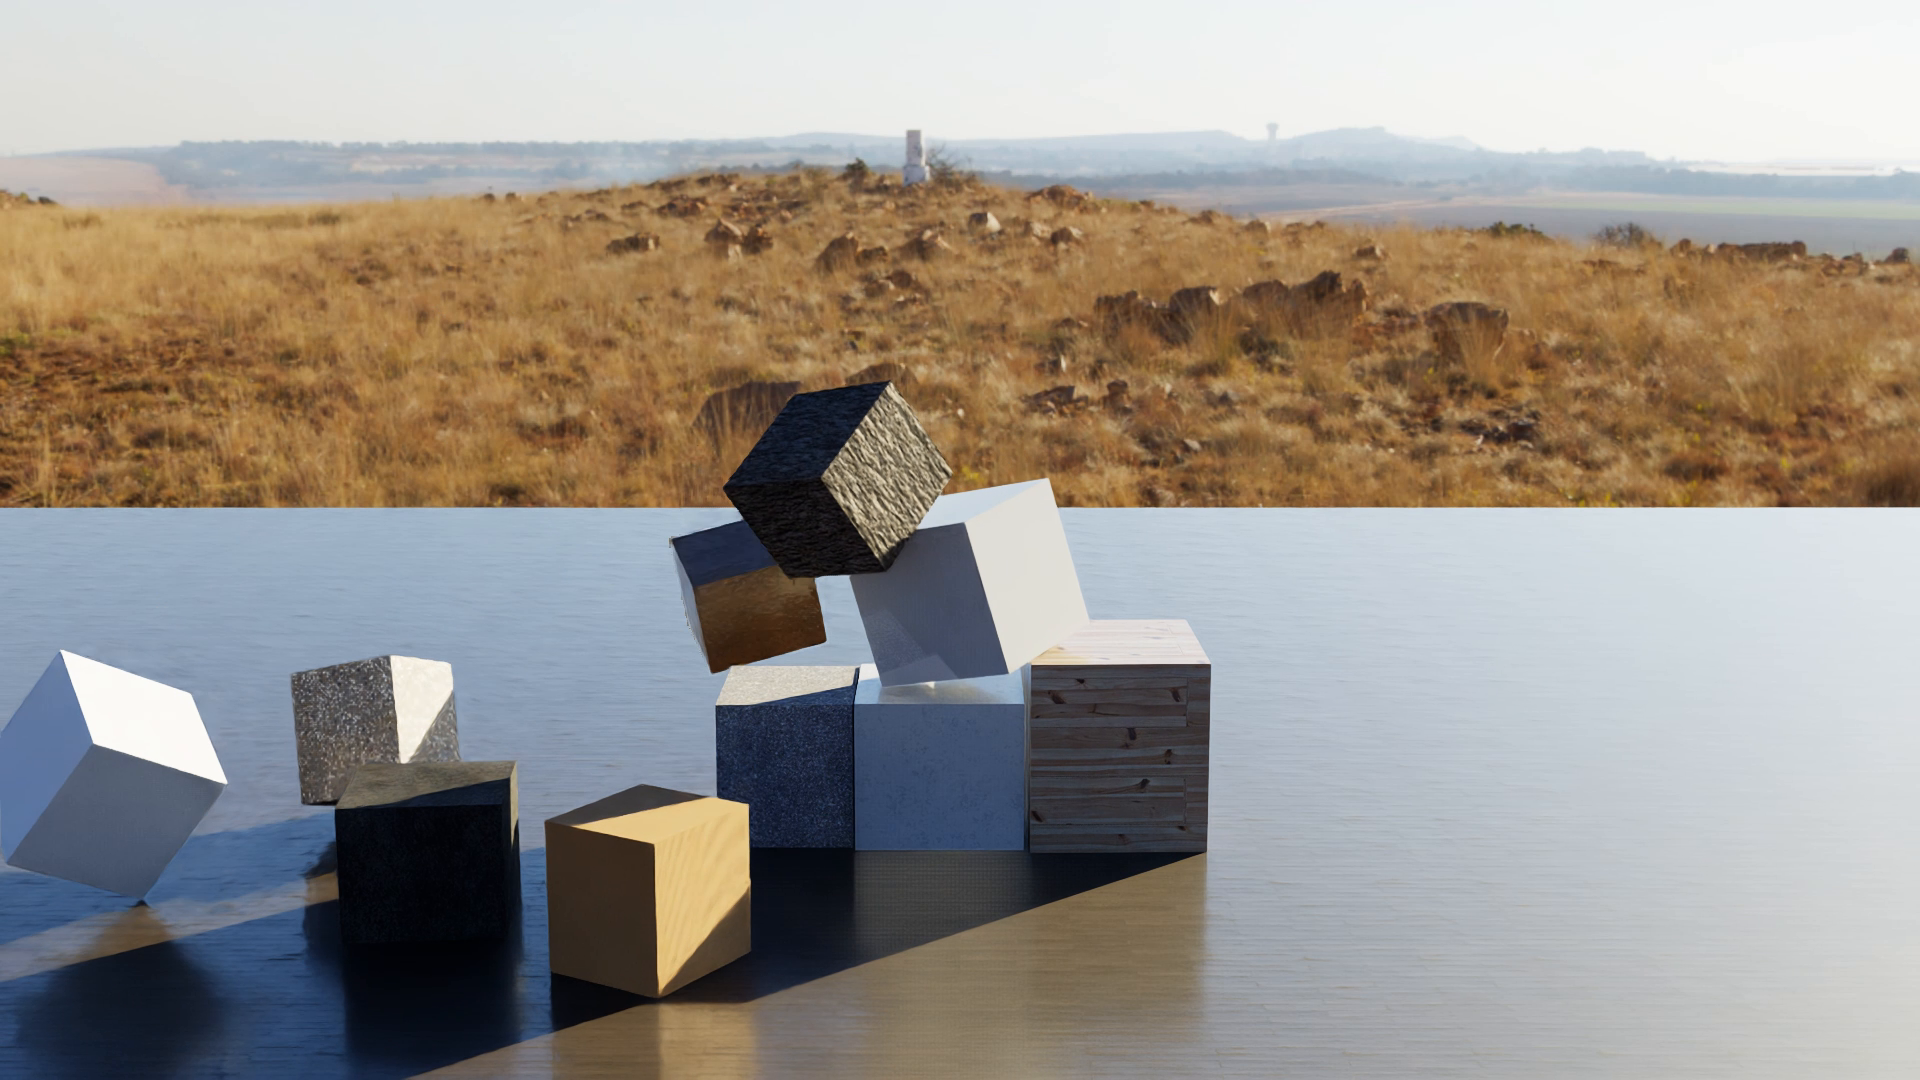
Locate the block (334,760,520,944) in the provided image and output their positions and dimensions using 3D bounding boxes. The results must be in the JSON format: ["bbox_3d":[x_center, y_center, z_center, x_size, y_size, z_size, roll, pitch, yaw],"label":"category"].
[{"bbox_3d":[-2.415,1.414,10.053,0.719,0.621,0.698,-1,10,-6],"label":"block"}]

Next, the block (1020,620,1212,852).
[{"bbox_3d":[0.782,0.995,11.397,0.887,0.965,1.014,0,10,-1],"label":"block"}]

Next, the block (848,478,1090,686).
[{"bbox_3d":[0.026,0.217,11.190,0.825,0.783,0.748,-9,13,39],"label":"block"}]

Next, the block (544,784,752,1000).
[{"bbox_3d":[-1.335,1.495,9.465,0.593,0.671,0.638,6,12,31],"label":"block"}]

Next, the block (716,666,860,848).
[{"bbox_3d":[-0.875,1.109,11.399,0.682,0.739,0.825,0,10,0],"label":"block"}]

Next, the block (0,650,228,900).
[{"bbox_3d":[-3.999,1.097,10.246,0.692,0.717,0.718,29,14,-45],"label":"block"}]

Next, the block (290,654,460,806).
[{"bbox_3d":[-3.026,1.002,11.435,0.586,0.678,0.600,-11,-10,15],"label":"block"}]

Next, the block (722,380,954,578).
[{"bbox_3d":[-0.598,-0.292,10.887,0.686,0.616,0.710,-5,40,42],"label":"block"}]

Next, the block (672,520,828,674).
[{"bbox_3d":[-1.228,0.292,12.772,0.688,0.573,0.657,-15,28,-12],"label":"block"}]

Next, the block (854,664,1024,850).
[{"bbox_3d":[-0.103,1.107,11.369,0.844,0.754,0.852,0,10,0],"label":"block"}]
